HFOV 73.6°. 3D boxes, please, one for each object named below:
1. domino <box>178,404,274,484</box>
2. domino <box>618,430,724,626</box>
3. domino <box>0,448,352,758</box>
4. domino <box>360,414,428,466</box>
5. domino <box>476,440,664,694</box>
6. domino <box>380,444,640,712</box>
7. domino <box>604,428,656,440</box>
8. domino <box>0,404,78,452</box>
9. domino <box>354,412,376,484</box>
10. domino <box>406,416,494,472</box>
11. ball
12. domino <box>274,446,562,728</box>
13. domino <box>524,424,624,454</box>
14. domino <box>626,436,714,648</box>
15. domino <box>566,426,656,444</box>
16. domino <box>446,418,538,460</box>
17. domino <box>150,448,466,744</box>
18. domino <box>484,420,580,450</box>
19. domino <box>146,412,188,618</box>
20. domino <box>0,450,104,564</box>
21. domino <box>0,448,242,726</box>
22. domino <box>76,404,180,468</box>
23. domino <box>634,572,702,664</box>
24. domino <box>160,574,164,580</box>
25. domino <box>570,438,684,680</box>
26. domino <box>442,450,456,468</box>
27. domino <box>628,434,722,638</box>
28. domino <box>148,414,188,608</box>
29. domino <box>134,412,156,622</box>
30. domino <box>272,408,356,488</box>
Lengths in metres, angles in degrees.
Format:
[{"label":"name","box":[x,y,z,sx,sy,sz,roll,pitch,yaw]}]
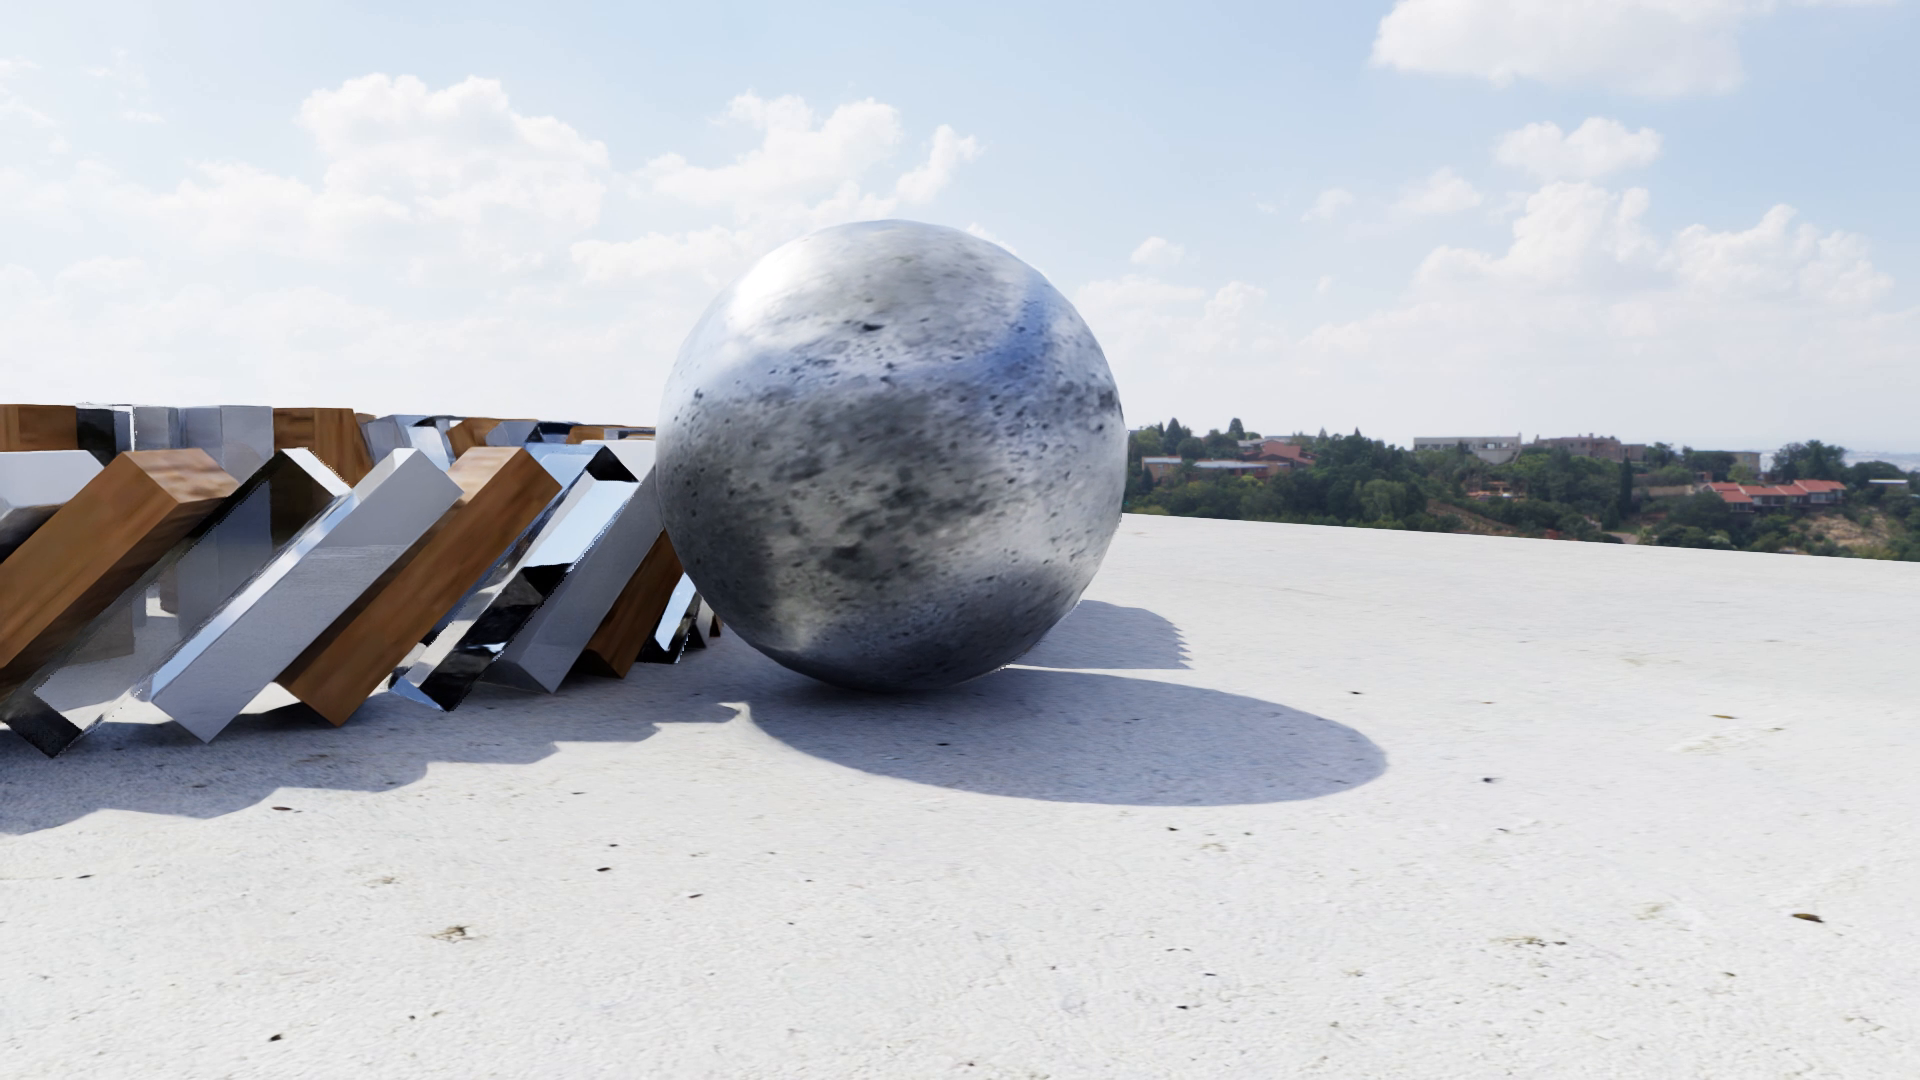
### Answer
[{"label":"domino","box":[-0.148,-0.002,0.261,0.025,0.050,0.010,4,6,43]},{"label":"domino","box":[-0.069,-0.003,0.307,0.025,0.050,0.009,-1,-33,-10]},{"label":"domino","box":[-0.113,0.008,0.188,0.050,0.009,0.025,-47,18,-11]},{"label":"domino","box":[-0.149,-0.010,0.358,0.009,0.050,0.025,-17,4,1]},{"label":"domino","box":[-0.071,0.003,0.234,0.025,0.050,0.009,3,-38,35]},{"label":"domino","box":[-0.080,0.005,0.221,0.025,0.050,0.010,4,-38,46]},{"label":"domino","box":[-0.075,-0.005,0.321,0.025,0.050,0.009,-1,-30,-18]},{"label":"domino","box":[-0.178,-0.002,0.255,0.010,0.050,0.025,1,4,14]},{"label":"domino","box":[-0.162,-0.009,0.355,0.009,0.050,0.025,-15,7,-11]},{"label":"domino","box":[-0.135,-0.009,0.359,0.009,0.050,0.025,-20,-2,18]},{"label":"ball","box":[-0.011,-0.014,0.220,0.080,0.080,0.080,0,4,0]},{"label":"domino","box":[-0.090,0.006,0.209,0.025,0.009,0.050,5,52,51]},{"label":"domino","box":[-0.096,-0.007,0.342,0.025,0.050,0.009,-4,-25,-44]},{"label":"domino","box":[-0.064,0.000,0.278,0.025,0.050,0.010,0,-36,5]},{"label":"domino","box":[-0.085,-0.006,0.333,0.025,0.050,0.009,-3,-28,-33]},{"label":"domino","box":[-0.121,-0.009,0.355,0.009,0.050,0.025,-24,-7,26]},{"label":"domino","box":[-0.101,0.007,0.199,0.050,0.009,0.025,-50,26,-18]},{"label":"domino","box":[-0.108,-0.008,0.349,0.009,0.050,0.025,-30,-14,33]},{"label":"domino","box":[-0.203,-0.006,0.319,0.025,0.050,0.009,2,5,21]},{"label":"domino","box":[-0.142,0.009,0.176,0.050,0.009,0.025,-43,5,2]},{"label":"domino","box":[-0.127,0.008,0.180,0.050,0.009,0.025,-44,11,-3]},{"label":"domino","box":[-0.163,-0.002,0.255,0.010,0.050,0.025,-1,4,-12]},{"label":"domino","box":[-0.063,0.001,0.263,0.025,0.050,0.010,1,-37,18]},{"label":"domino","box":[-0.257,-0.007,0.386,0.025,0.010,0.050,4,-37,46]},{"label":"domino","box":[-0.065,0.002,0.248,0.025,0.050,0.009,3,-37,28]},{"label":"domino","box":[-0.163,-0.010,0.437,0.050,0.009,0.025,41,2,-5]},{"label":"domino","box":[-0.066,-0.002,0.293,0.025,0.050,0.009,0,-35,-1]},{"label":"domino","box":[-0.197,-0.008,0.332,0.025,0.050,0.009,3,8,35]},{"label":"domino","box":[-0.207,-0.005,0.304,0.025,0.050,0.010,1,4,9]},{"label":"domino","box":[-0.142,-0.003,0.274,0.025,0.050,0.010,2,5,26]}]
